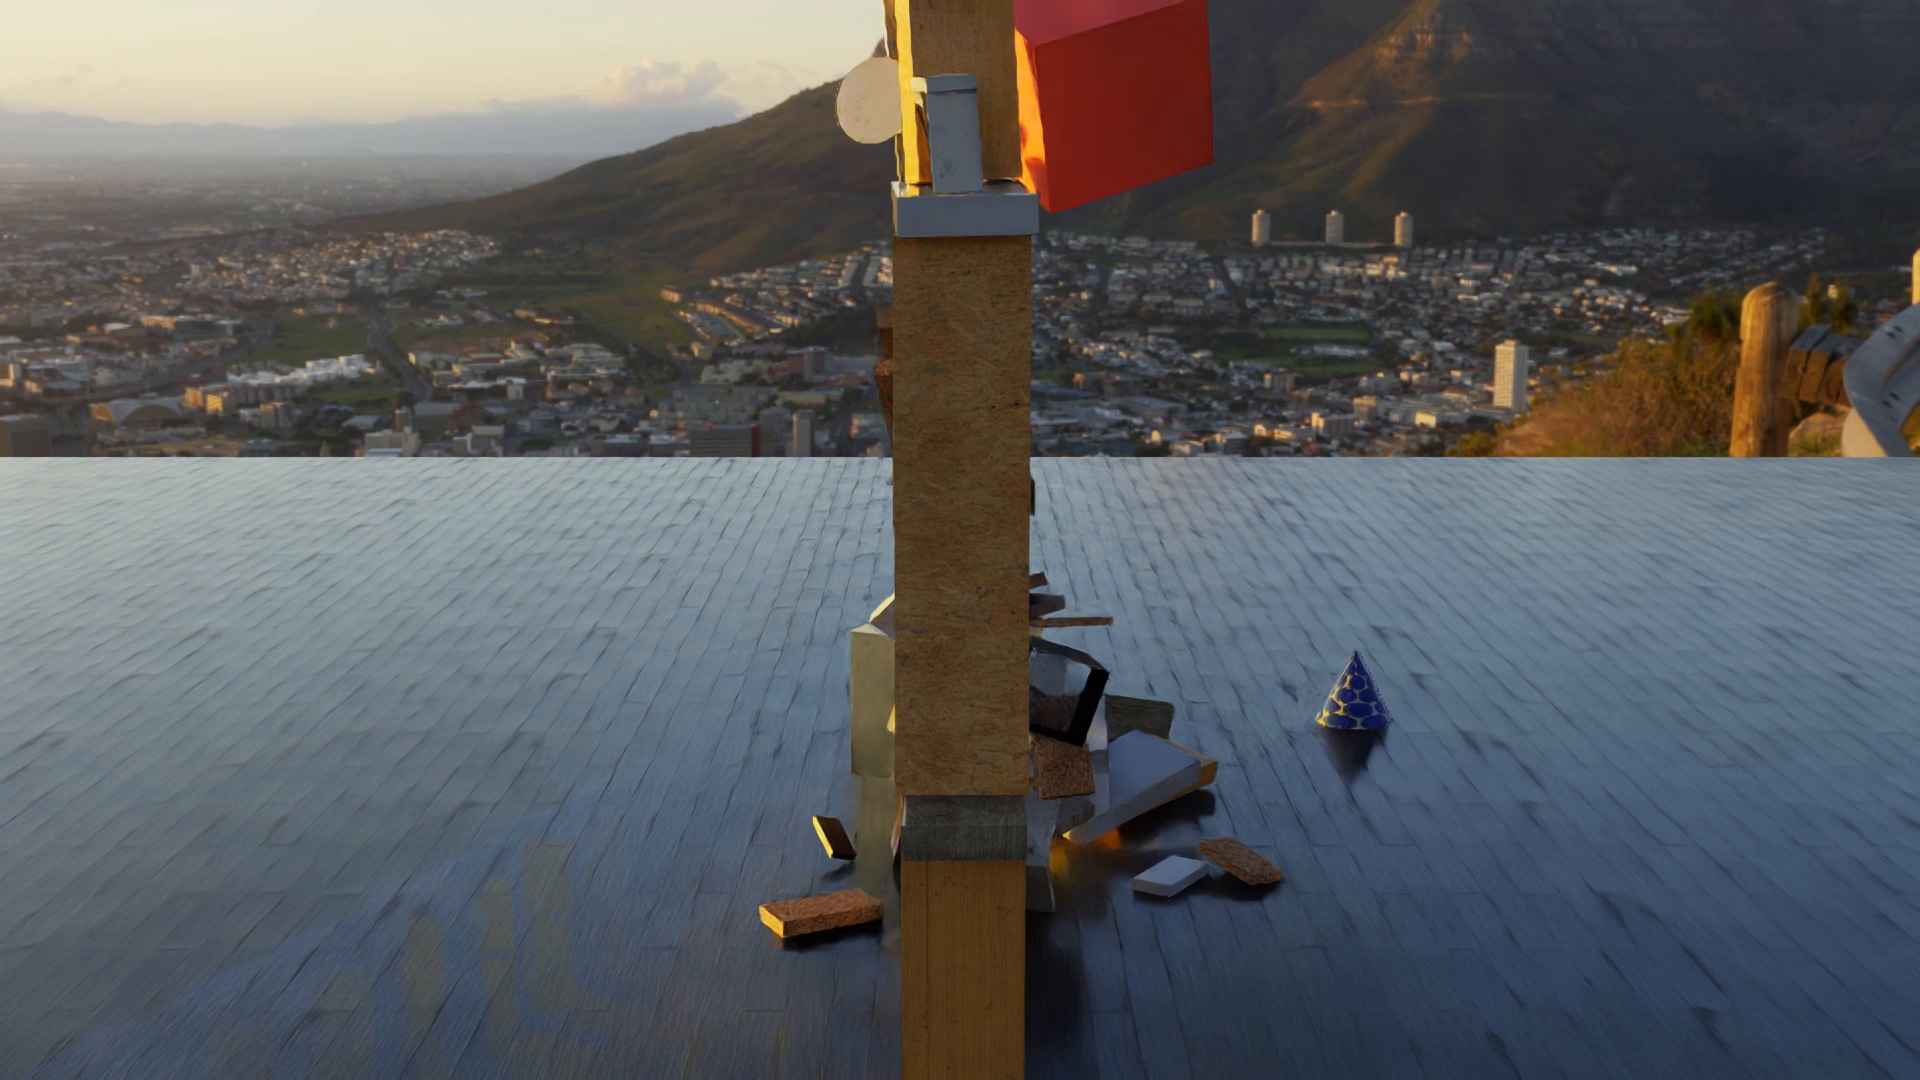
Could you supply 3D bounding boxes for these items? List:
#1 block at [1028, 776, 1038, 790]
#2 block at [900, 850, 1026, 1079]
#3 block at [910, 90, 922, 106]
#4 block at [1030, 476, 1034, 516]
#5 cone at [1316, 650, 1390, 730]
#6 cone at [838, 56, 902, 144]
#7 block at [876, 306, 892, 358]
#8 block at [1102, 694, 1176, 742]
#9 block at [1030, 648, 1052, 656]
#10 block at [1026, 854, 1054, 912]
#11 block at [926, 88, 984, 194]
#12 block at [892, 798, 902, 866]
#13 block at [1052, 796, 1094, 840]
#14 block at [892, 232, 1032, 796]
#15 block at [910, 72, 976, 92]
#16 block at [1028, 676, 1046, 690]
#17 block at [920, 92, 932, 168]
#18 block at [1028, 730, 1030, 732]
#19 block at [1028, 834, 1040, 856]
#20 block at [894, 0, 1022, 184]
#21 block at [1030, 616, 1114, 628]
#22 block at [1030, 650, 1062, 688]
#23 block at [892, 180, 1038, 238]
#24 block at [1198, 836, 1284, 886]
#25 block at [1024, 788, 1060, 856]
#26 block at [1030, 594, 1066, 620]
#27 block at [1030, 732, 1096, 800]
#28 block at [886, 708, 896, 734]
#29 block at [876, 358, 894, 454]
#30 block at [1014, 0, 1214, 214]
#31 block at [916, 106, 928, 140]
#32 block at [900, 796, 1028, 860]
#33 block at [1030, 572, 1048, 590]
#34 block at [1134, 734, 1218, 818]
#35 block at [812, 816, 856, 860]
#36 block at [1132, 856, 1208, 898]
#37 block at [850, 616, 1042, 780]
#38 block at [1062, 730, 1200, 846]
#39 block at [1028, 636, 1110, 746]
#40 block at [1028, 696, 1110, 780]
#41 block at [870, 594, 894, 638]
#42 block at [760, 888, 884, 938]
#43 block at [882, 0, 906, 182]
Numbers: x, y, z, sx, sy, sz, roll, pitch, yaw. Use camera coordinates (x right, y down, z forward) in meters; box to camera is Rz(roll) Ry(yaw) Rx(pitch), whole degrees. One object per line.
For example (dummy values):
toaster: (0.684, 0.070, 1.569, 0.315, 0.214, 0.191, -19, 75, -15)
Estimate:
block: (0.062, 0.479, 3.815, 0.083, 0.023, 0.166, 5, 51, 44)
block: (0.004, 0.563, 2.920, 0.163, 0.326, 0.046, 0, 11, 0)
block: (-0.030, -0.594, 2.934, 0.054, 0.015, 0.109, -14, 17, -5)
block: (0.002, -0.087, 3.249, 0.173, 0.049, 0.346, 0, 10, -6)
cone: (0.849, 0.311, 4.734, 0.160, 0.160, 0.160, 0, 11, 0)
cone: (-0.091, -0.613, 3.147, 0.125, 0.125, 0.125, 5, -2, 27)
block: (-0.046, -0.316, 3.830, 0.148, 0.042, 0.297, -7, -28, 5)
block: (0.350, 0.375, 4.568, 0.185, 0.093, 0.026, 5, -17, 33)
block: (0.132, 0.231, 4.131, 0.015, 0.054, 0.109, -11, -10, 43)
block: (0.111, 0.552, 3.538, 0.071, 0.141, 0.020, 2, 50, 11)
block: (-0.007, -0.507, 2.795, 0.063, 0.127, 0.018, -5, 17, -2)
block: (-0.048, 0.330, 3.815, 0.038, 0.462, 0.133, 12, 9, -6)
block: (0.138, 0.494, 3.857, 0.184, 0.026, 0.092, -24, 32, -34)
block: (0.002, -0.029, 2.914, 0.179, 0.748, 0.051, 0, 11, 0)
block: (-0.022, -0.587, 2.819, 0.063, 0.018, 0.127, -7, 14, -9)
block: (0.128, 0.291, 4.051, 0.131, 0.065, 0.018, 37, 28, -28)
block: (-0.011, -0.526, 2.880, 0.063, 0.127, 0.018, -8, 14, -1)
block: (0.039, 0.353, 3.953, 0.178, 0.025, 0.089, -11, -30, -22)
block: (0.086, 0.532, 3.557, 0.089, 0.178, 0.025, 2, 50, 12)
block: (-0.003, -0.658, 3.045, 0.159, 0.318, 0.045, -7, 8, -25)
block: (0.185, 0.164, 4.349, 0.261, 0.015, 0.054, 0, -1, -36)
block: (0.135, 0.242, 4.102, 0.018, 0.065, 0.130, 8, -7, 43)
block: (0.001, -0.447, 2.949, 0.179, 0.051, 0.357, -2, 12, -3)
block: (0.479, 0.549, 3.763, 0.071, 0.020, 0.141, -1, 18, -33)
block: (0.106, 0.503, 3.689, 0.092, 0.026, 0.185, 12, 55, 6)
block: (0.134, 0.133, 4.455, 0.096, 0.027, 0.217, 2, 5, 21)
block: (0.169, 0.344, 3.733, 0.092, 0.185, 0.026, -5, -14, -11)
block: (-0.070, 0.277, 3.915, 0.083, 0.166, 0.023, 26, 14, 35)
block: (-0.046, -0.189, 3.798, 0.148, 0.297, 0.042, -3, 44, 9)
block: (0.205, -0.758, 3.553, 0.293, 0.293, 0.293, -20, 40, -14)
block: (-0.015, -0.543, 2.985, 0.054, 0.109, 0.015, -19, 14, 1)
block: (0.004, 0.361, 2.990, 0.163, 0.046, 0.326, 0, 11, 0)
block: (0.109, 0.100, 4.520, 0.096, 0.027, 0.192, -20, -3, 17)
block: (0.334, 0.453, 4.192, 0.159, 0.045, 0.319, 20, 22, 36)
block: (-0.221, 0.522, 3.855, 0.048, 0.014, 0.096, 13, 27, -34)
block: (0.358, 0.569, 3.727, 0.071, 0.020, 0.141, 7, 12, 32)
block: (-0.024, 0.307, 4.399, 0.290, 0.290, 0.290, 5, 11, 23)
block: (0.275, 0.450, 4.029, 0.319, 0.045, 0.159, -23, 33, -39)
block: (0.146, 0.244, 3.609, 0.131, 0.131, 0.131, 18, 6, -17)
block: (0.195, 0.368, 4.090, 0.159, 0.045, 0.319, -7, 13, 5)
block: (-0.051, 0.177, 3.981, 0.220, 0.083, 0.023, 34, 35, -18)
block: (-0.223, 0.600, 3.546, 0.178, 0.025, 0.089, -6, 12, -28)
block: (-0.024, -0.659, 3.380, 0.159, 0.421, 0.045, -7, 25, -4)
